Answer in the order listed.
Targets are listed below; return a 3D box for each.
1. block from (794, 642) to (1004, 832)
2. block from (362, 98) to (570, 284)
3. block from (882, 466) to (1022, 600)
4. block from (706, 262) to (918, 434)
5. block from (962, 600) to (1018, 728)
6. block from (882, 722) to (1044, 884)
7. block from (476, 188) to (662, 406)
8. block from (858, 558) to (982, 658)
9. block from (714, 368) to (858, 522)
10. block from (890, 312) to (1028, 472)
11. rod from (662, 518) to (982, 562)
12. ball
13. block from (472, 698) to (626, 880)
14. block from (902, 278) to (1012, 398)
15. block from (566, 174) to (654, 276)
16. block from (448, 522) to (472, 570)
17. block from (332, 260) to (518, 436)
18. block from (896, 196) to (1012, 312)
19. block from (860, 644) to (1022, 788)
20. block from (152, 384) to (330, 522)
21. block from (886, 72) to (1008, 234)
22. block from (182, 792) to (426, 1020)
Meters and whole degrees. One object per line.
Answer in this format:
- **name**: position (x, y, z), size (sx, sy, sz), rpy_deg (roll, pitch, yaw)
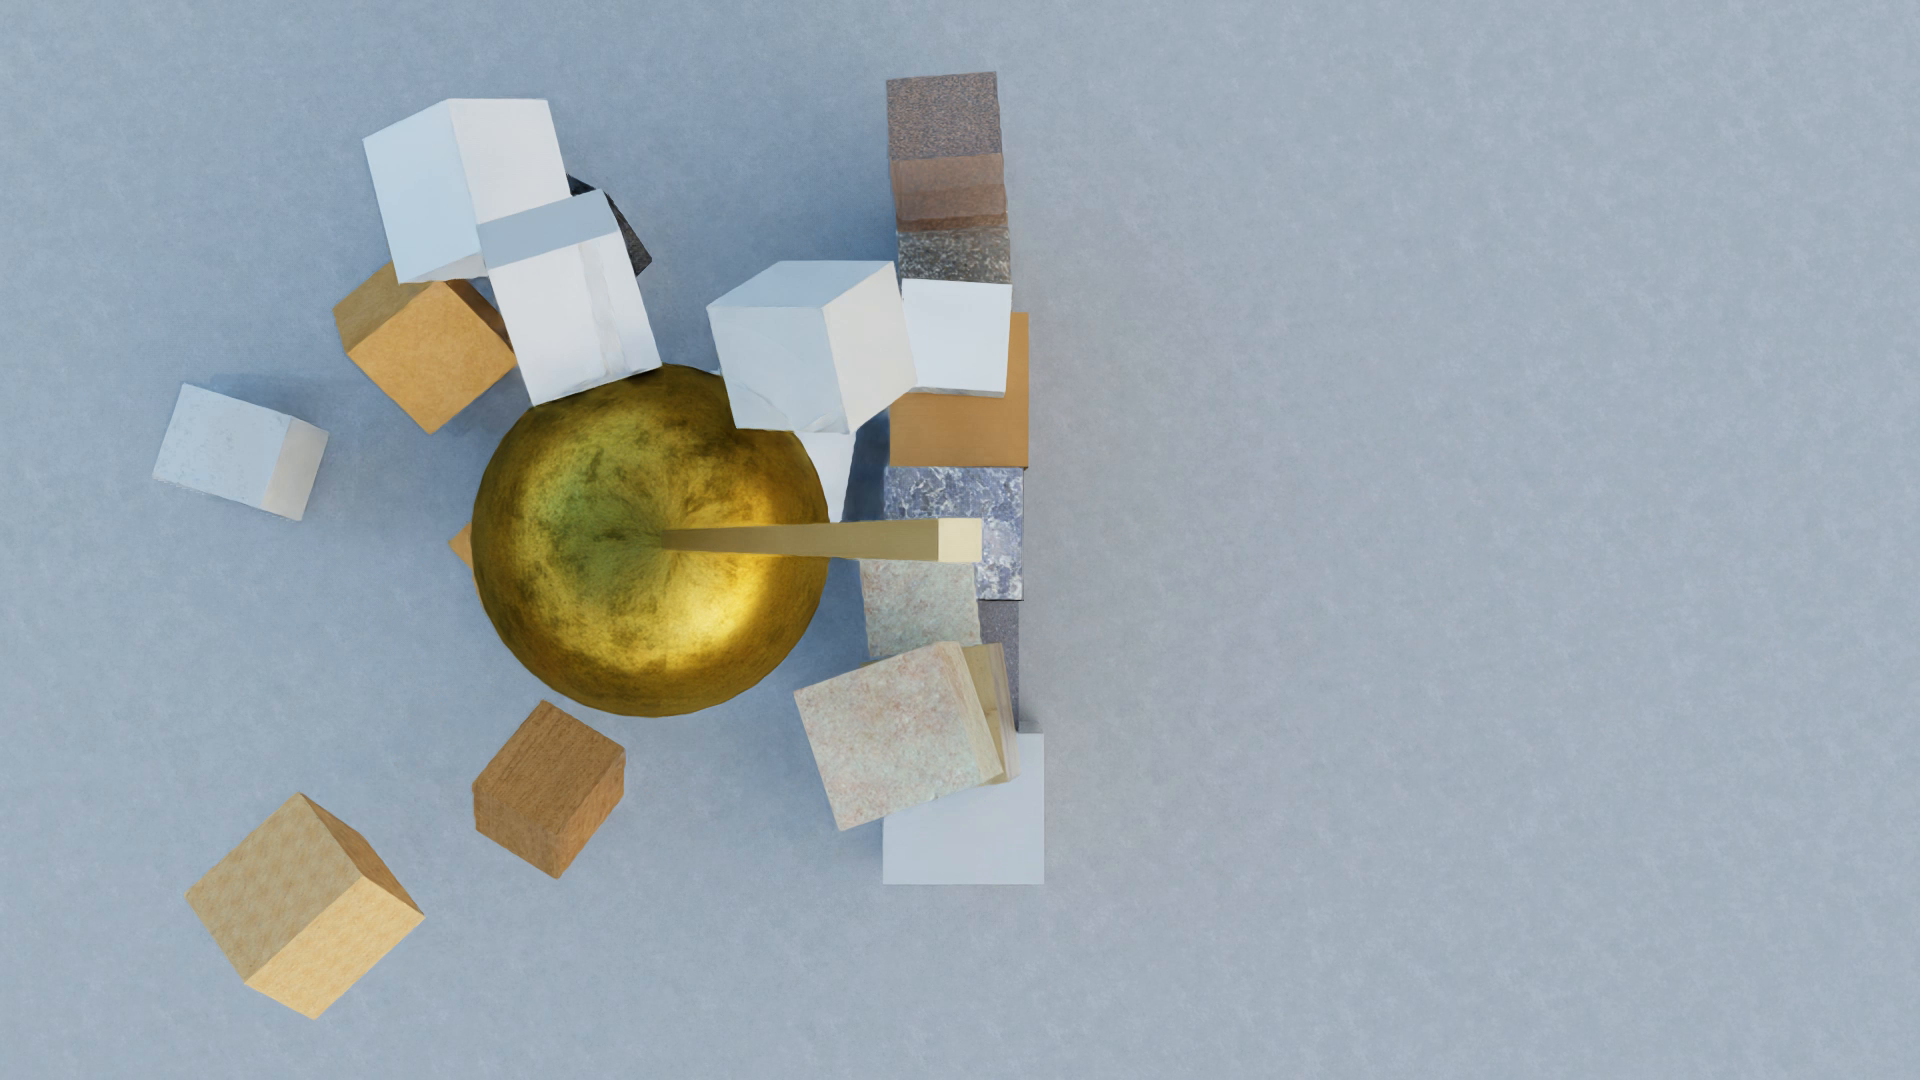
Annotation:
- **block**: position (-0.293, 0.970, 11.041), size (0.738, 0.877, 0.713), rpy_deg (-20, 85, 6)
- **block**: position (-2.510, -1.799, 11.342), size (0.673, 0.684, 0.763), rpy_deg (-13, 91, 37)
- **block**: position (-0.040, -0.038, 12.583), size (0.772, 0.831, 0.729), rpy_deg (0, 90, 0)
- **block**: position (-0.615, -0.818, 9.247), size (0.592, 0.538, 0.551), rpy_deg (5, 118, 32)
- **block**: position (0.009, 0.706, 12.713), size (0.647, 0.574, 0.718), rpy_deg (0, 90, 0)
- **block**: position (0.019, 1.491, 12.595), size (0.892, 0.809, 0.834), rpy_deg (0, 90, 0)
- **block**: position (-1.710, -1.068, 9.593), size (0.577, 0.653, 0.636), rpy_deg (-18, 118, -8)
- **block**: position (-0.208, 0.316, 11.838), size (0.587, 0.651, 0.543), rpy_deg (-6, 89, 0)
- **block**: position (-1.100, -0.475, 12.425), size (0.779, 0.826, 0.808), rpy_deg (11, 87, -18)
- **block**: position (-0.005, -0.834, 12.590), size (0.771, 0.821, 0.854), rpy_deg (0, 90, 0)
- **rod**: position (-0.598, 0.000, 6.566), size (0.080, 5.200, 0.080), rpy_deg (0, 90, -13)
- **ball**: position (-1.380, 0.000, 9.875), size (1.600, 1.600, 1.600), rpy_deg (0, 90, 0)
- **block**: position (-2.279, 1.389, 12.230), size (0.553, 0.557, 0.641), rpy_deg (29, 56, 11)
- **block**: position (-0.032, -1.089, 11.929), size (0.584, 0.502, 0.569), rpy_deg (4, 90, 0)
- **block**: position (-2.197, -1.663, 12.444), size (0.535, 0.559, 0.518), rpy_deg (-46, 135, -15)
- **block**: position (-2.462, 0.011, 12.691), size (0.649, 0.575, 0.597), rpy_deg (-42, 93, -1)
- **block**: position (-3.038, -1.170, 12.525), size (0.674, 0.631, 0.697), rpy_deg (-39, 127, 2)
- **block**: position (-0.034, -1.604, 12.691), size (0.632, 0.619, 0.642), rpy_deg (-3, 90, 0)
- **block**: position (-0.095, 0.967, 11.808), size (0.684, 0.693, 0.726), rpy_deg (-9, 86, 7)
- **block**: position (-4.120, -0.497, 12.638), size (0.660, 0.612, 0.549), rpy_deg (17, 85, 6)
- **block**: position (-0.072, -2.143, 12.163), size (0.610, 0.546, 0.642), rpy_deg (-4, 54, 1)
- **block**: position (-3.344, 1.873, 11.248), size (0.758, 0.676, 0.652), rpy_deg (-43, 60, -8)
